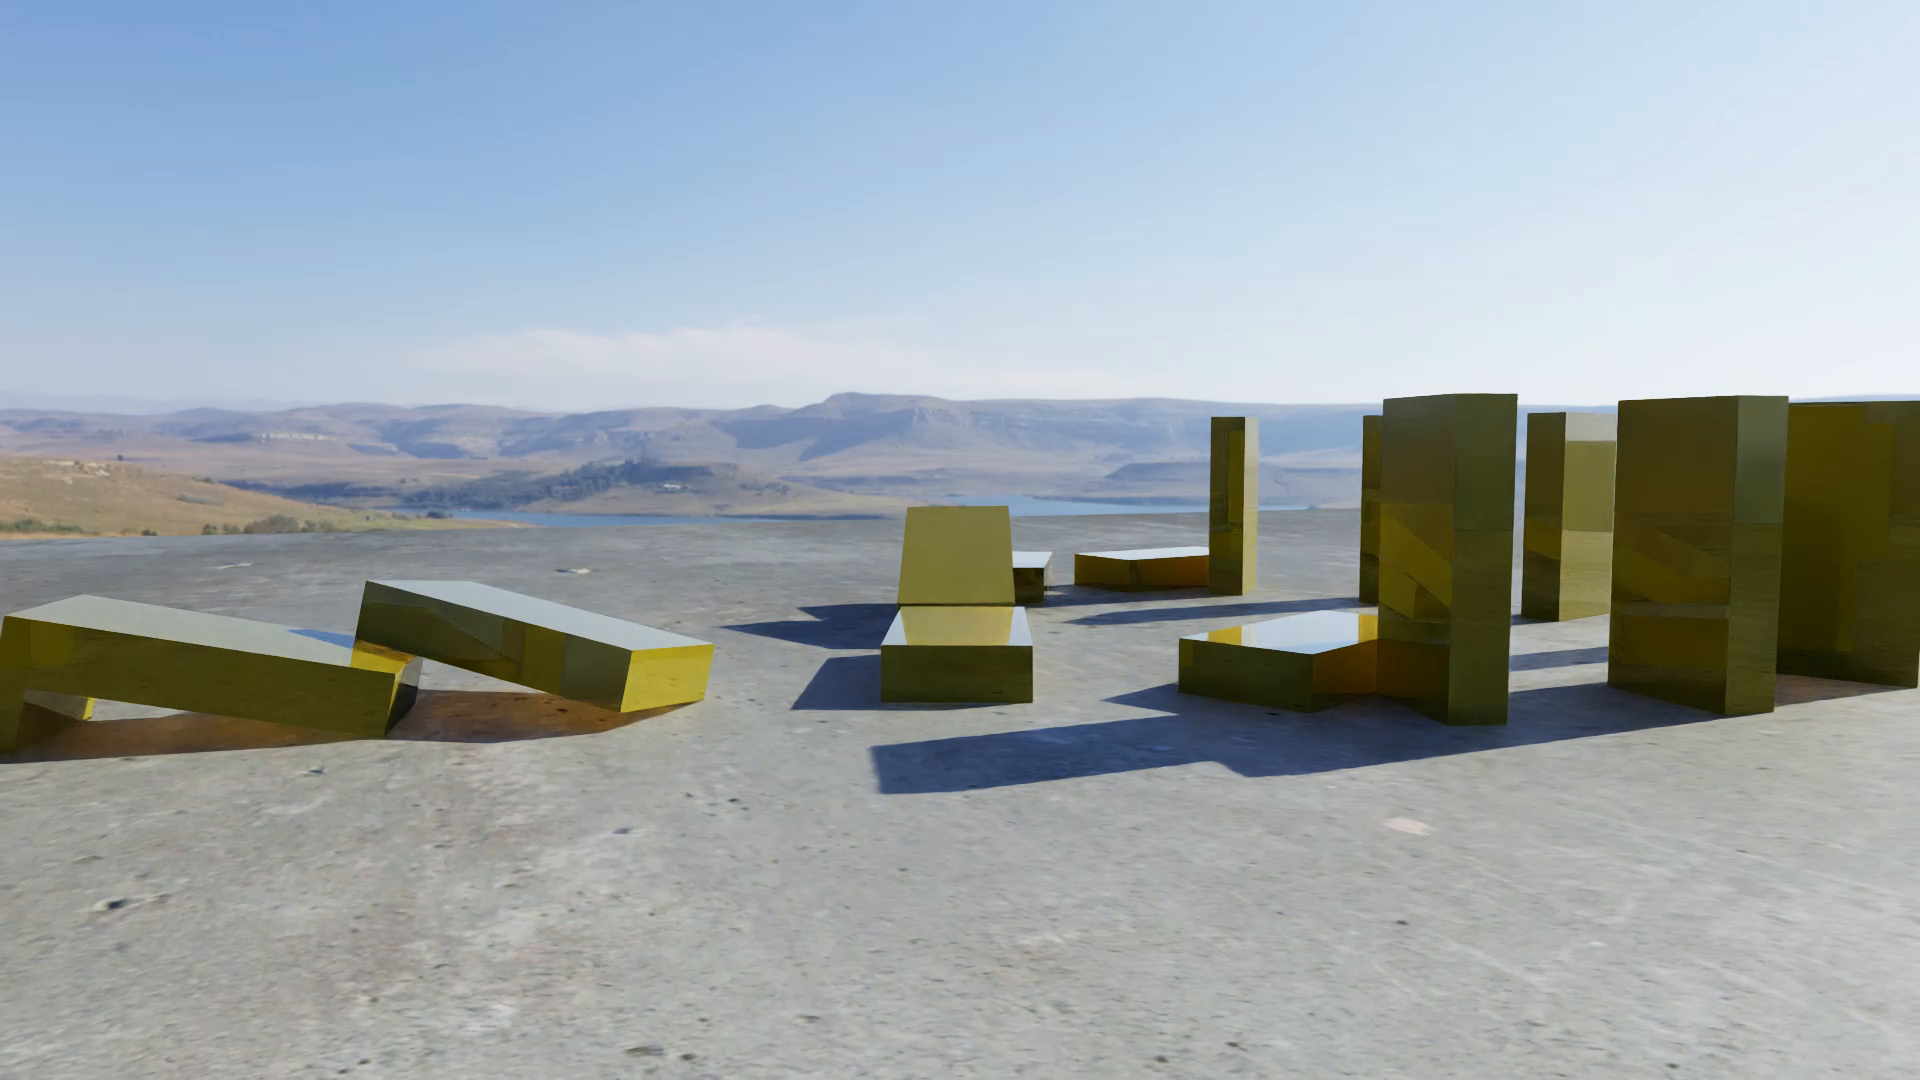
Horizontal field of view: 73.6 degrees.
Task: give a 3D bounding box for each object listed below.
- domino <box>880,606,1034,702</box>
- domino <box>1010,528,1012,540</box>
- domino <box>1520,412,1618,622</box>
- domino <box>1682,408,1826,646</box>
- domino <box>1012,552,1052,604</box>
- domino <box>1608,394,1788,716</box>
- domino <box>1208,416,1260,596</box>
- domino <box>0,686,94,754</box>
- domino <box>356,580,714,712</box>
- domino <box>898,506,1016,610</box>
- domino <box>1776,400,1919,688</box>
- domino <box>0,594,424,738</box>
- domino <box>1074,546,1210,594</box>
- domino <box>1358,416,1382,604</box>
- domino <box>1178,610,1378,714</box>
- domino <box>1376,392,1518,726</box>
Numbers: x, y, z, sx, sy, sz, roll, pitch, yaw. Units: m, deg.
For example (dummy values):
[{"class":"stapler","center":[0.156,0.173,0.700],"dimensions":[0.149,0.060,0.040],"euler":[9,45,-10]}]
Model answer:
[{"class":"domino","center":[0.000,0.020,0.236],"dimensions":[0.025,0.010,0.050],"euler":[0,4,1]},{"class":"domino","center":[0.001,0.008,0.323],"dimensions":[0.025,0.010,0.050],"euler":[0,17,2]},{"class":"domino","center":[0.150,-0.006,0.316],"dimensions":[0.025,0.050,0.010],"euler":[-3,5,-37]},{"class":"domino","center":[0.171,-0.003,0.276],"dimensions":[0.025,0.050,0.010],"euler":[-1,4,-14]},{"class":"domino","center":[0.013,0.010,0.369],"dimensions":[0.025,0.010,0.050],"euler":[0,4,7]},{"class":"domino","center":[0.121,0.002,0.213],"dimensions":[0.010,0.050,0.025],"euler":[-1,4,-14]},{"class":"domino","center":[0.079,-0.010,0.371],"dimensions":[0.010,0.050,0.025],"euler":[2,5,22]},{"class":"domino","center":[-0.155,0.019,0.182],"dimensions":[0.050,0.009,0.025],"euler":[11,2,-14]},{"class":"domino","center":[-0.069,0.017,0.209],"dimensions":[0.050,0.009,0.025],"euler":[12,2,18]},{"class":"domino","center":[-0.001,0.007,0.296],"dimensions":[0.025,0.009,0.050],"euler":[0,26,1]},{"class":"domino","center":[0.161,0.000,0.234],"dimensions":[0.025,0.050,0.009],"euler":[4,6,42]},{"class":"domino","center":[-0.109,0.019,0.192],"dimensions":[0.050,0.009,0.025],"euler":[11,2,-14]},{"class":"domino","center":[0.062,0.009,0.390],"dimensions":[0.050,0.010,0.025],"euler":[-3,5,-33]},{"class":"domino","center":[0.118,-0.009,0.349],"dimensions":[0.009,0.050,0.025],"euler":[3,5,39]},{"class":"domino","center":[0.064,0.021,0.229],"dimensions":[0.025,0.010,0.050],"euler":[4,6,44]},{"class":"domino","center":[0.077,0.002,0.205],"dimensions":[0.009,0.050,0.025],"euler":[0,4,-6]}]
